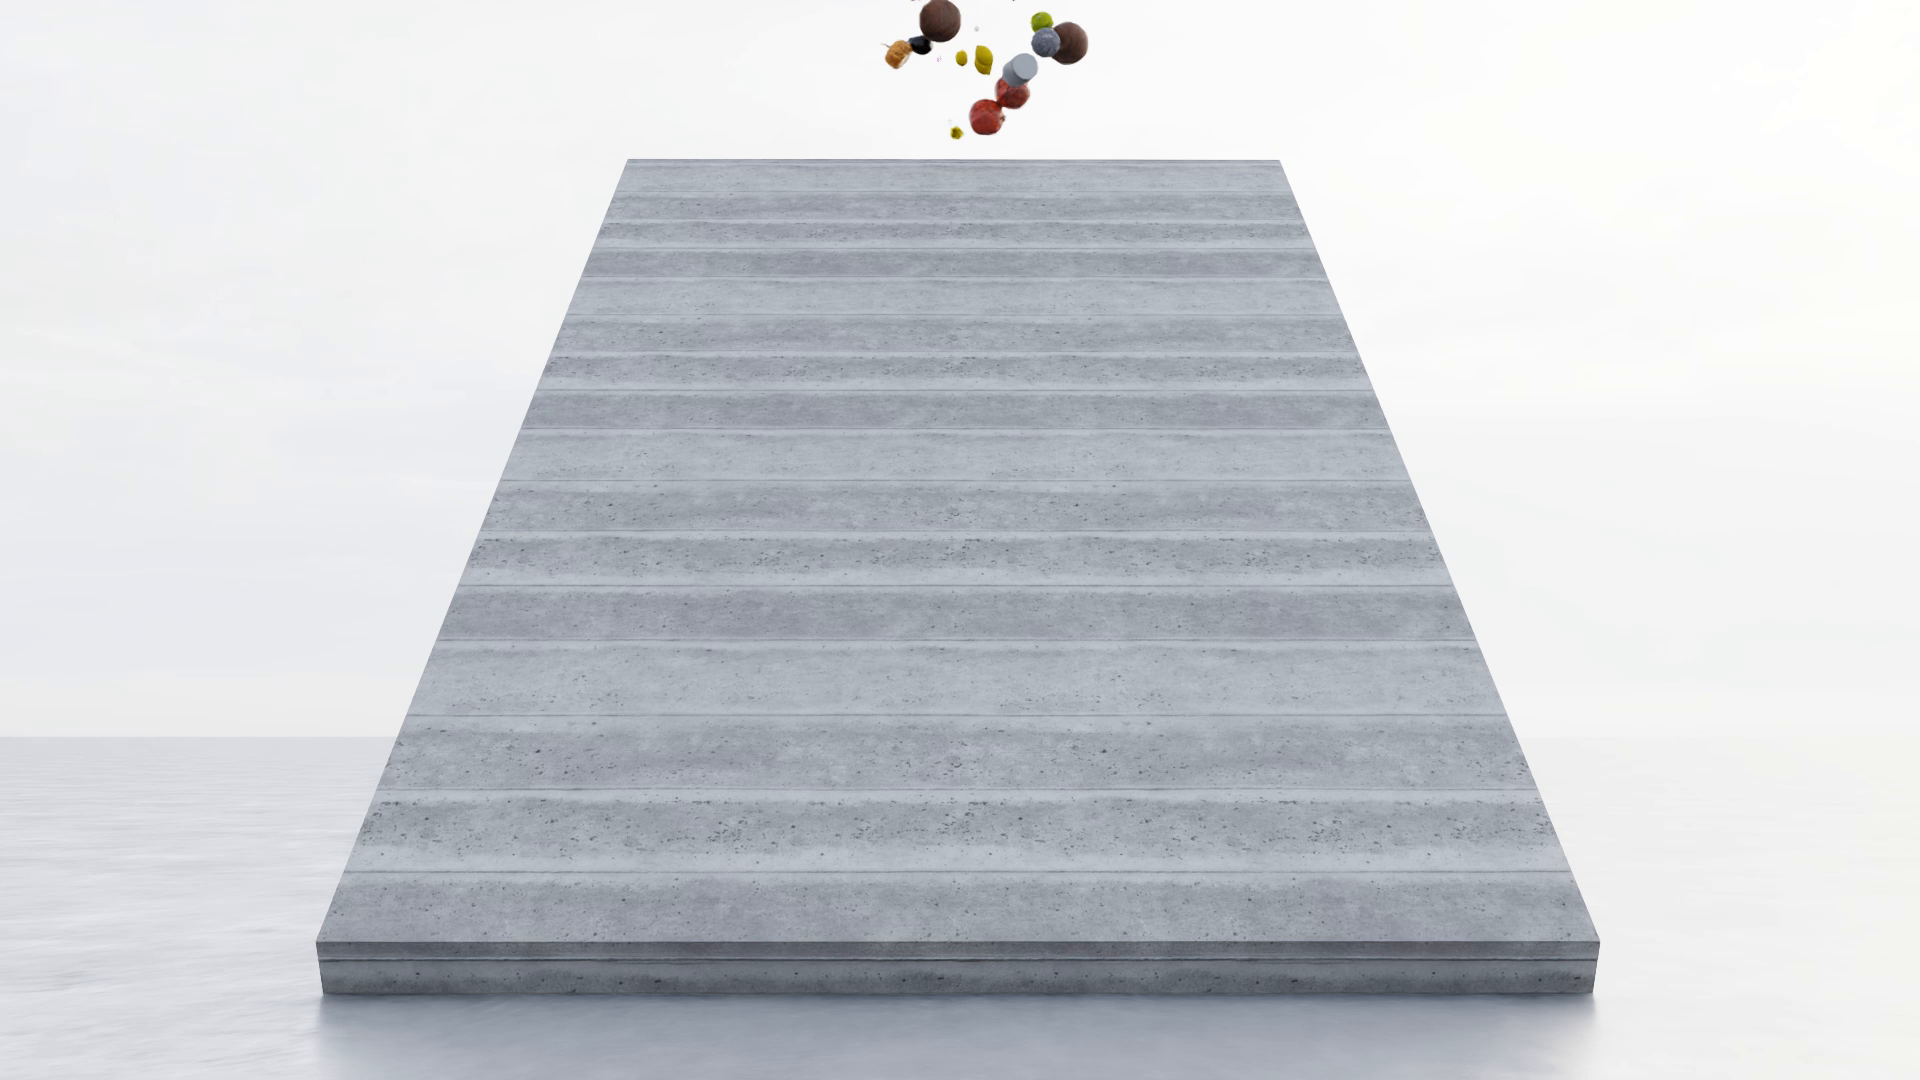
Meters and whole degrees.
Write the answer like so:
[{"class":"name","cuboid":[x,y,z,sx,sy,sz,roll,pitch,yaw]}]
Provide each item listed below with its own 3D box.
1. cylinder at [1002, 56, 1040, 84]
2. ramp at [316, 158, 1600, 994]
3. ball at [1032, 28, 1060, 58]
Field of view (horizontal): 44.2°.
[{"class":"cylinder","cuboid":[0.177,-1.387,6.981,0.082,0.082,0.082,3,6,-29]},{"class":"ramp","cuboid":[-0.010,-0.227,5.491,2.000,0.100,4.000,0,27,0]},{"class":"ball","cuboid":[0.255,-1.476,7.022,0.087,0.087,0.087,0,-5,0]}]
